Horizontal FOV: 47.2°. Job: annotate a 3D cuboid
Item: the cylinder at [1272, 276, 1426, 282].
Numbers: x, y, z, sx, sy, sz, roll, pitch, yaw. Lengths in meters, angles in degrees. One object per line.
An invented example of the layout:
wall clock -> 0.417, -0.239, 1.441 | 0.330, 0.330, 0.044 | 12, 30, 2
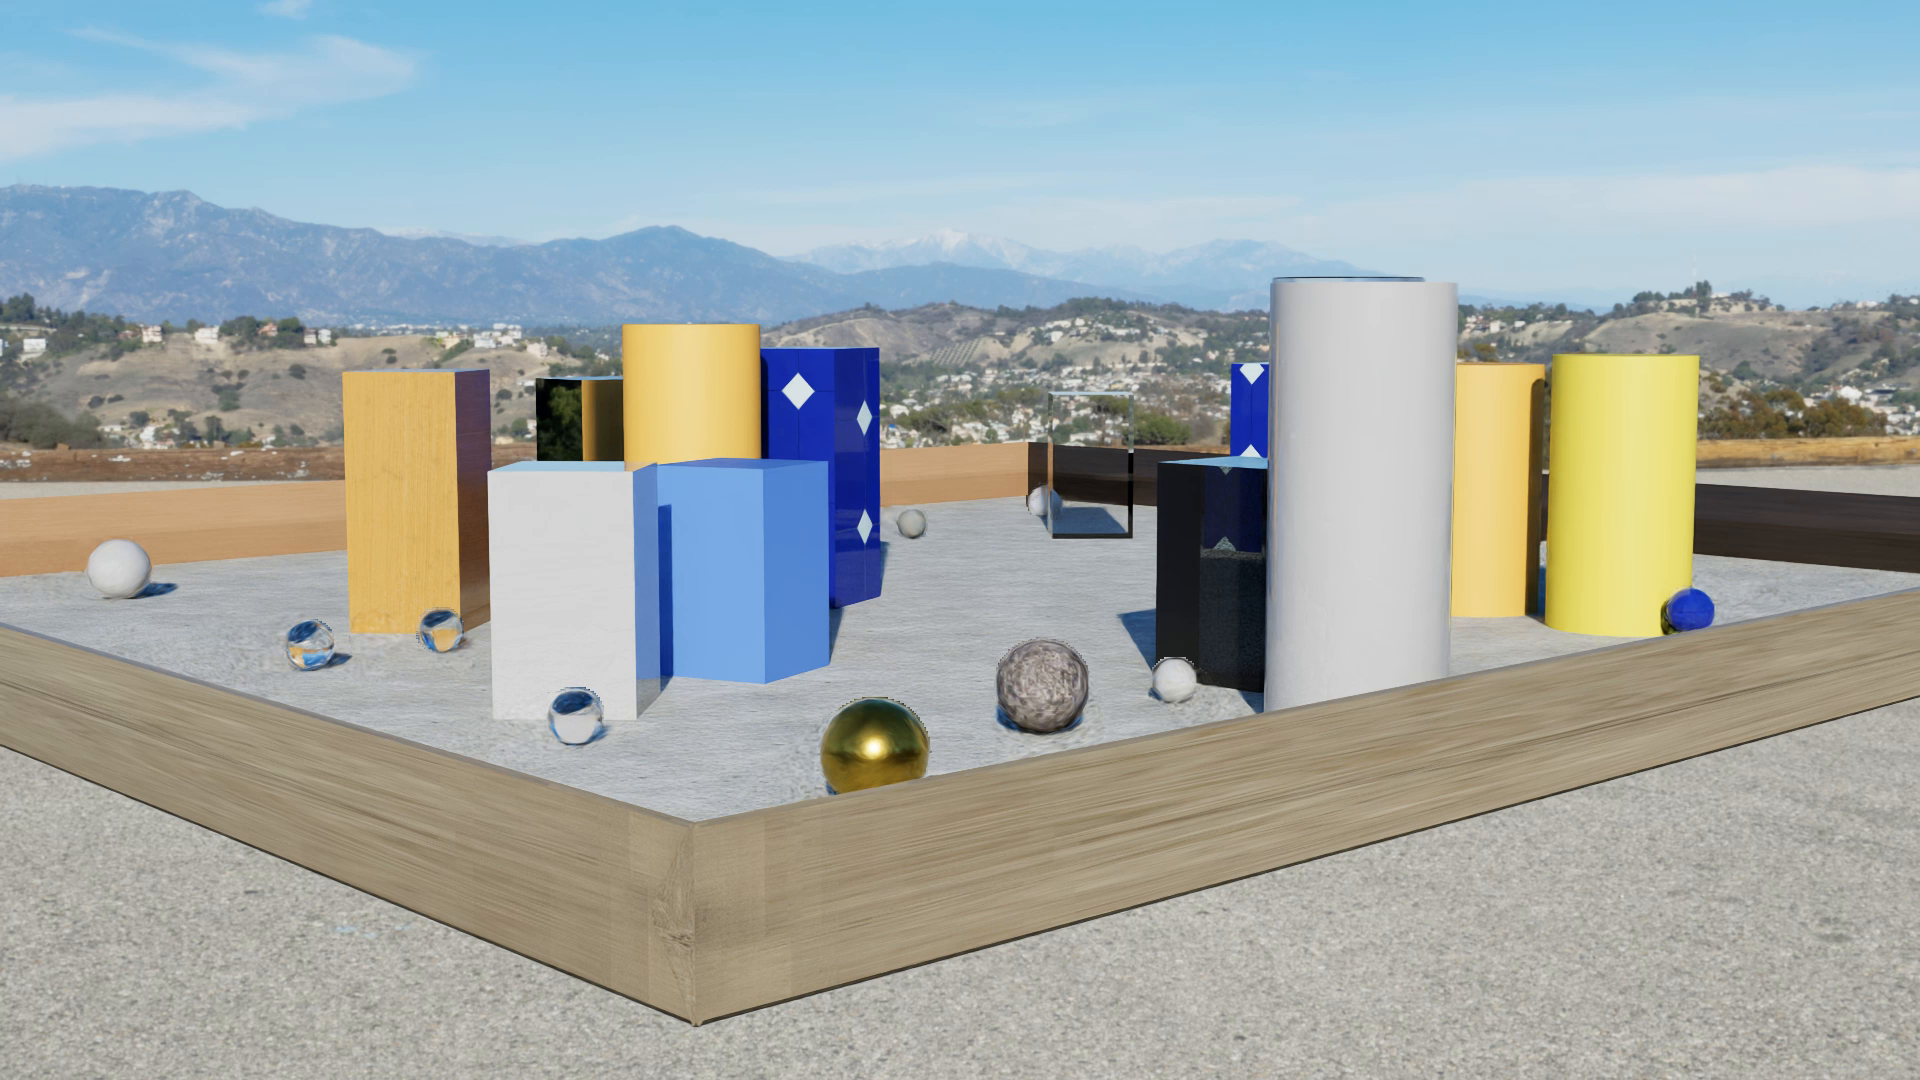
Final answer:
cylinder -> 0.503, -0.098, 2.873 | 0.197, 0.486, 0.197 | 0, 6, 0

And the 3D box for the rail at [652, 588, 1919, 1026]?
rail -> 0.896, 0.134, 2.366 | 2.929, 0.128, 0.045 | -5, 8, -42

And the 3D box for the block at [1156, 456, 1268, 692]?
block -> 0.349, 0.037, 2.664 | 0.157, 0.262, 0.157 | 6, 8, 45

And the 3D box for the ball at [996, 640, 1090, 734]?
ball -> 0.087, 0.155, 2.321 | 0.098, 0.098, 0.098 | 0, 6, 0

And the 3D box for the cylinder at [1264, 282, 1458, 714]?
cylinder -> 0.427, -0.037, 2.350 | 0.197, 0.473, 0.197 | 0, 6, 0

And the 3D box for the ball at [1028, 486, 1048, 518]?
ball -> 0.182, -0.083, 4.746 | 0.068, 0.068, 0.068 | 0, 6, 0

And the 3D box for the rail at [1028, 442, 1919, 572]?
rail -> 1.059, -0.068, 4.304 | 0.045, 0.128, 2.690 | -5, 8, -42

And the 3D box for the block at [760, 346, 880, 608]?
block -> -0.228, -0.100, 3.371 | 0.157, 0.387, 0.157 | 3, 6, 23

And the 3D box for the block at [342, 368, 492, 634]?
block -> -0.759, -0.058, 3.098 | 0.157, 0.360, 0.157 | 1, 6, 5

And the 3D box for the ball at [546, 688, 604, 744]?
ball -> -0.396, 0.182, 2.262 | 0.057, 0.057, 0.057 | 0, 6, 0

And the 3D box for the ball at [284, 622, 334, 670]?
ball -> -0.808, 0.131, 2.728 | 0.060, 0.060, 0.060 | 0, 6, 0

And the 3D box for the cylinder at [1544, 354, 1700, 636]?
cylinder -> 0.928, -0.068, 3.086 | 0.197, 0.382, 0.197 | 0, 6, 0

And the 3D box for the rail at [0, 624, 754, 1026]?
rail -> -1.059, 0.135, 2.360 | 0.045, 0.128, 2.690 | -5, 8, -42

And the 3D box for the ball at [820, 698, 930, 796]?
ball -> -0.076, 0.192, 1.970 | 0.098, 0.098, 0.098 | 0, 6, 0

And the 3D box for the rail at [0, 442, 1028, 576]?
rail -> -0.896, -0.068, 4.298 | 2.929, 0.128, 0.045 | -5, 8, -42

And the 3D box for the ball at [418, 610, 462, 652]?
ball -> -0.678, 0.118, 2.872 | 0.056, 0.056, 0.056 | 0, 6, 0

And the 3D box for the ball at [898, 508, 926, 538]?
ball -> -0.094, -0.032, 4.302 | 0.058, 0.058, 0.058 | 0, 6, 0

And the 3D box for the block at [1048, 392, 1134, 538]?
block -> 0.258, -0.150, 4.361 | 0.157, 0.281, 0.157 | 0, 6, -1

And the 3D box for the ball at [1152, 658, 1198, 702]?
ball -> 0.244, 0.160, 2.501 | 0.051, 0.051, 0.051 | 0, 6, 0

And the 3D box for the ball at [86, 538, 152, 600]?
ball -> -1.297, 0.045, 3.393 | 0.094, 0.094, 0.094 | 0, 6, 0

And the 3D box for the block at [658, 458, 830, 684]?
block -> -0.270, 0.033, 2.718 | 0.157, 0.257, 0.157 | 3, 7, 26

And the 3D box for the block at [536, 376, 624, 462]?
block -> -0.626, -0.117, 3.822 | 0.157, 0.328, 0.157 | -5, 8, -40

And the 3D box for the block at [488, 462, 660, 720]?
block -> -0.429, 0.053, 2.464 | 0.157, 0.271, 0.157 | 0, 6, 2

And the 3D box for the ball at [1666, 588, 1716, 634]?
ball -> 0.991, 0.097, 2.984 | 0.064, 0.064, 0.064 | 0, 6, 0

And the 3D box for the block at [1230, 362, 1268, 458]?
block -> 0.622, -0.162, 4.171 | 0.157, 0.344, 0.157 | 5, 8, 40

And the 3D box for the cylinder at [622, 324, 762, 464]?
cylinder -> -0.384, -0.098, 3.169 | 0.197, 0.425, 0.197 | 0, 6, 0

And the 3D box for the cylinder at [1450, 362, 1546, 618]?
cylinder -> 0.766, -0.079, 3.278 | 0.197, 0.365, 0.197 | 0, 6, 0
